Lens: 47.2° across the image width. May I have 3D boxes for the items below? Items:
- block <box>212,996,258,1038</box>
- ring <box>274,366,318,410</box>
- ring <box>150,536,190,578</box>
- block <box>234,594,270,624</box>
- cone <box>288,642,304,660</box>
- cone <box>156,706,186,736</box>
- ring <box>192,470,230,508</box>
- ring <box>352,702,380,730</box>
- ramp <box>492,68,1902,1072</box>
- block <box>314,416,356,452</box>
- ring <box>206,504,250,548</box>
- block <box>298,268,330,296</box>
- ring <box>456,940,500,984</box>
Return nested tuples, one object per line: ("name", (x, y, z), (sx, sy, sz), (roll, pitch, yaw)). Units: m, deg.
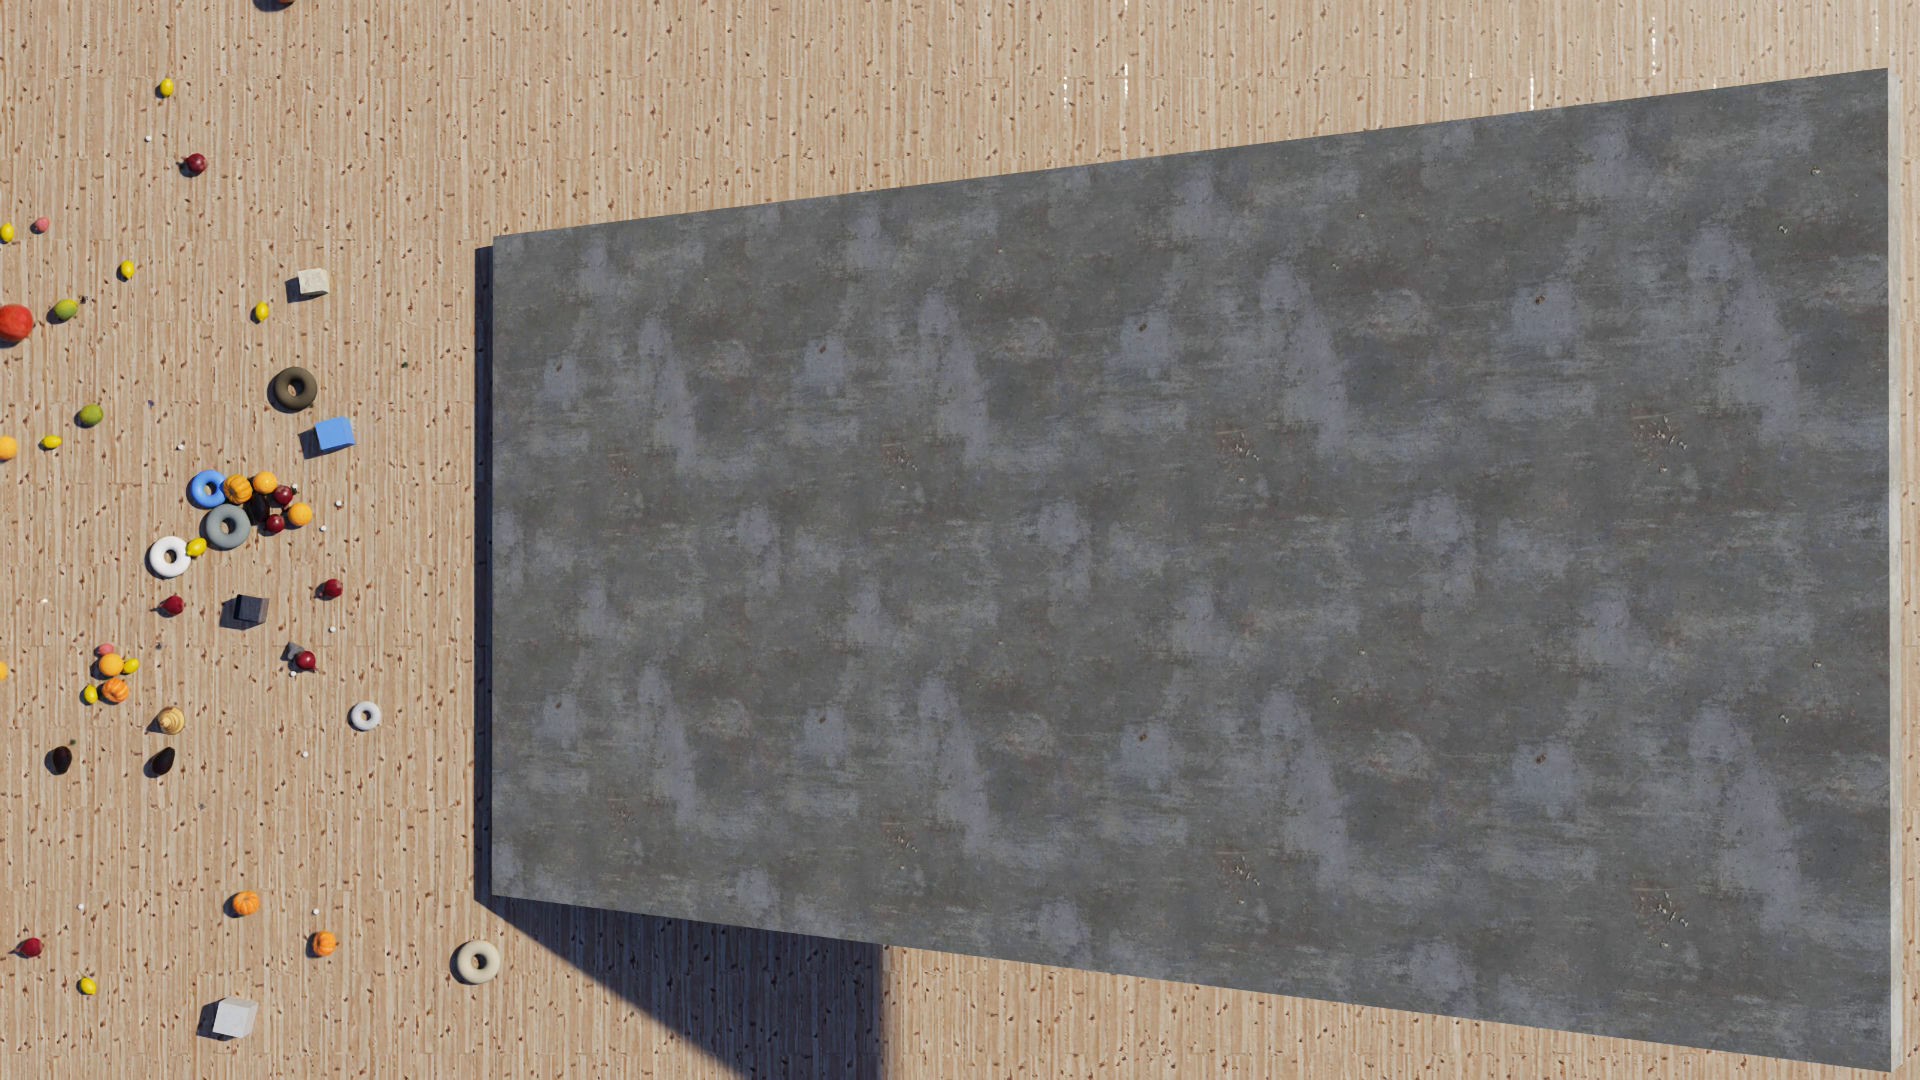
("block", (-2.208, 1.454, 6.704), (0.092, 0.092, 0.092), (13, 90, 0))
("ring", (-2.039, -0.464, 6.743), (0.135, 0.045, 0.135), (0, 91, 0))
("ring", (-2.421, 0.051, 6.740), (0.126, 0.042, 0.126), (0, 89, 1))
("block", (-2.165, 0.209, 6.722), (0.077, 0.077, 0.077), (10, 90, 0))
("cone", (-2.048, 0.328, 6.747), (0.055, 0.055, 0.055), (-38, 60, 0))
("cone", (-2.425, 0.554, 6.712), (0.090, 0.090, 0.090), (0, 90, 0))
("ring", (-2.300, -0.157, 6.744), (0.116, 0.039, 0.116), (0, 90, -1))
("ring", (-1.821, 0.539, 6.742), (0.091, 0.030, 0.091), (0, 91, 0))
("ramp", (0.244, 0.067, 5.568), (4.000, 0.100, 2.000), (0, 89, 35))
("block", (-1.910, -0.325, 6.722), (0.084, 0.084, 0.084), (-14, 90, 0))
("ring", (-2.244, -0.043, 6.739), (0.139, 0.046, 0.139), (0, 91, 1))
("block", (-1.979, -0.790, 6.734), (0.068, 0.068, 0.068), (-8, 90, 0))
("ring", (-1.474, 1.291, 6.729), (0.136, 0.045, 0.136), (0, 88, 0))
